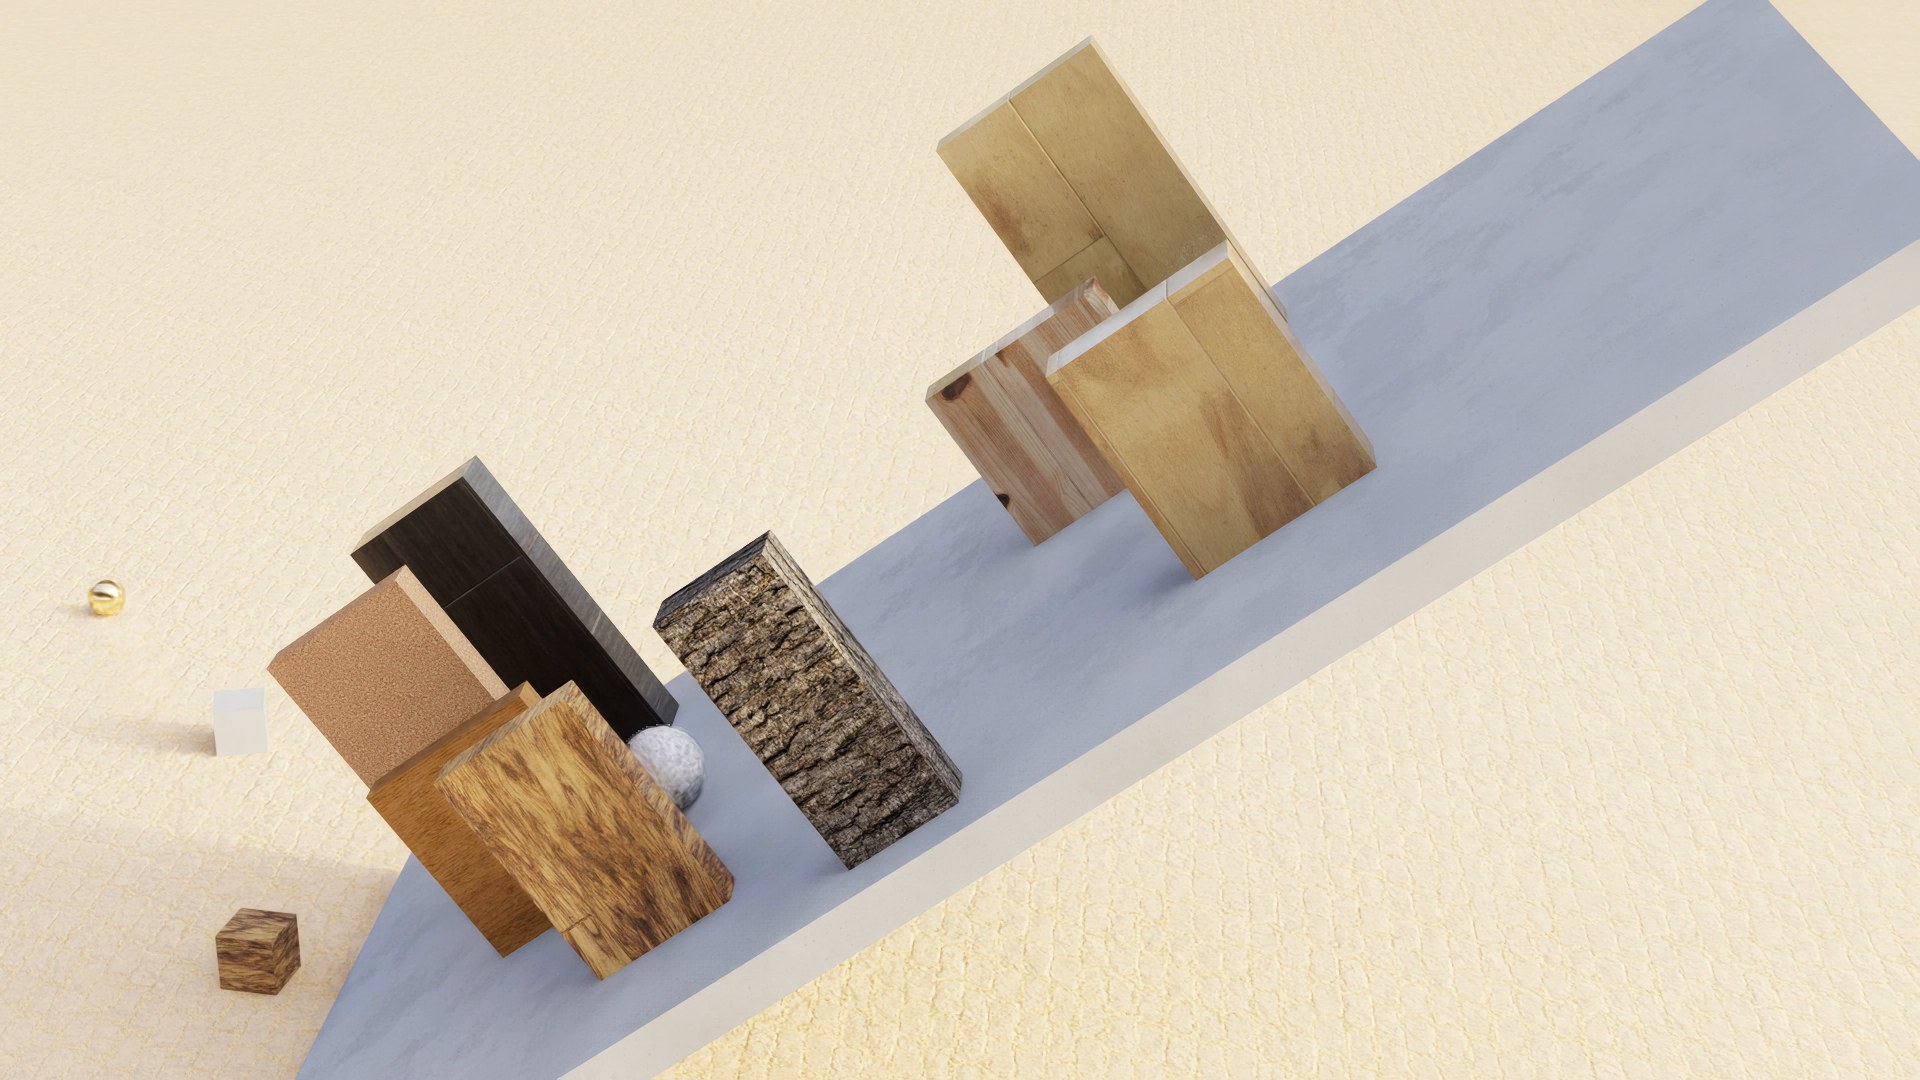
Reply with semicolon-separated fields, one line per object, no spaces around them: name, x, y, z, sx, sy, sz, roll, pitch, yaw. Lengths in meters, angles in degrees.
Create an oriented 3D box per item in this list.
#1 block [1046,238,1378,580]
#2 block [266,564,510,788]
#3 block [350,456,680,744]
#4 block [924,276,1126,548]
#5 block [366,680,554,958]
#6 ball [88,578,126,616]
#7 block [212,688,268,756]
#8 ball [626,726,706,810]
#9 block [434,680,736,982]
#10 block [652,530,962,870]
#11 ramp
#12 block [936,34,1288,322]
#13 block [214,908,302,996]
block;0.480;-0.245;5.620;0.414;0.503;0.123;-33;16;16
block;-1.189;0.467;6.759;0.387;0.766;0.093;-33;16;16
block;-1.077;0.222;7.156;0.354;0.800;0.146;-33;16;16
block;0.228;-0.279;6.443;0.448;0.415;0.097;-33;16;16
block;-0.969;0.612;6.402;0.432;0.475;0.080;-33;16;16
ball;-2.727;0.182;9.405;0.120;0.120;0.120;0;22;0
block;-2.081;0.526;8.512;0.143;0.143;0.143;-4;22;-11
ball;-0.663;0.512;6.542;0.195;0.195;0.195;0;22;0
block;-0.746;0.584;5.874;0.331;0.535;0.089;-33;16;16
block;-0.281;0.303;5.515;0.257;0.611;0.121;-33;16;16
ramp;0.133;0.176;6.311;4.000;0.100;2.000;-33;16;16
block;0.350;-0.705;6.711;0.425;0.784;0.097;-33;16;16
block;-1.735;1.018;7.277;0.148;0.148;0.148;5;22;11
